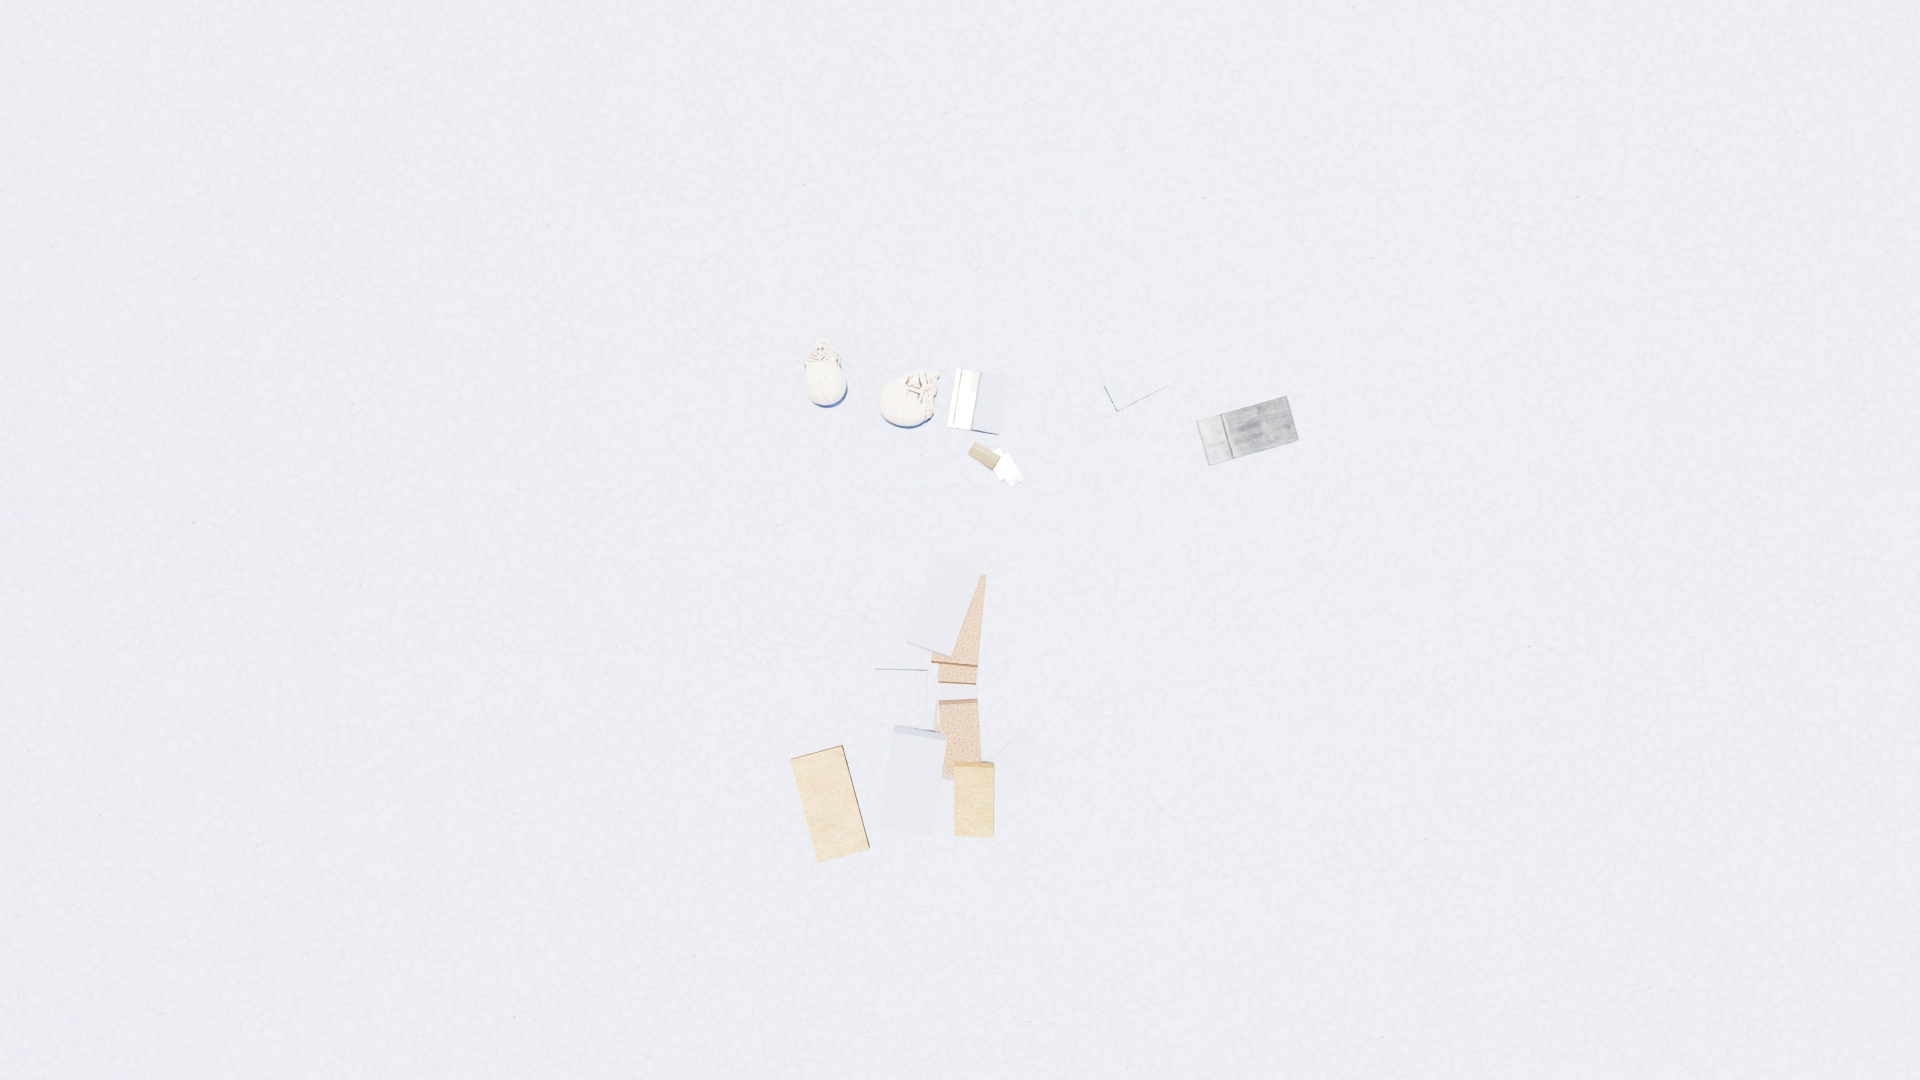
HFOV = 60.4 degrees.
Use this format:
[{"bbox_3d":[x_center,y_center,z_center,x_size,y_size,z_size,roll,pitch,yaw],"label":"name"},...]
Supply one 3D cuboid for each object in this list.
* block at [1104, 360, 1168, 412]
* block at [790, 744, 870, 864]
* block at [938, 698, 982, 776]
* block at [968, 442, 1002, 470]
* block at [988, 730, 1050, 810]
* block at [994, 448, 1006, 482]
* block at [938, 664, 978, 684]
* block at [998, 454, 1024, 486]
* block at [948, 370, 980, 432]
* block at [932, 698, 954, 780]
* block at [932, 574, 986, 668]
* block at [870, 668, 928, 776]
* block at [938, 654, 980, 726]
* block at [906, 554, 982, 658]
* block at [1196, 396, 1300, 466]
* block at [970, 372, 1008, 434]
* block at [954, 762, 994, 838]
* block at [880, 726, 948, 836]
[{"bbox_3d":[0.587,-0.515,5.486,0.193,0.027,0.096,-27,90,0],"label":"block"},{"bbox_3d":[-0.430,0.875,5.475,0.176,0.050,0.353,-15,90,0],"label":"block"},{"bbox_3d":[0.002,0.645,5.404,0.127,0.036,0.254,-3,109,1],"label":"block"},{"bbox_3d":[0.081,-0.281,5.476,0.104,0.015,0.052,31,90,19],"label":"block"},{"bbox_3d":[0.159,0.766,5.482,0.259,0.037,0.130,-42,90,0],"label":"block"},{"bbox_3d":[0.136,-0.248,5.493,0.052,0.015,0.104,-31,90,0],"label":"block"},{"bbox_3d":[-0.003,0.347,5.449,0.127,0.036,0.254,3,75,0],"label":"block"},{"bbox_3d":[0.163,-0.233,5.478,0.052,0.015,0.104,-30,90,0],"label":"block"},{"bbox_3d":[0.022,-0.465,5.486,0.096,0.027,0.193,9,90,0],"label":"block"},{"bbox_3d":[-0.029,0.665,5.482,0.130,0.037,0.259,6,90,0],"label":"block"},{"bbox_3d":[-0.003,0.259,5.432,0.153,0.043,0.306,6,75,1],"label":"block"},{"bbox_3d":[-0.202,0.607,5.475,0.176,0.050,0.353,2,90,0],"label":"block"},{"bbox_3d":[-0.004,0.491,5.455,0.127,0.036,0.254,3,78,-1],"label":"block"},{"bbox_3d":[-0.050,0.218,5.398,0.153,0.043,0.306,19,75,4],"label":"block"},{"bbox_3d":[0.955,-0.364,5.478,0.306,0.043,0.153,-16,90,0],"label":"block"},{"bbox_3d":[0.098,-0.454,5.469,0.096,0.027,0.193,10,90,-21],"label":"block"},{"bbox_3d":[0.047,0.856,5.433,0.130,0.037,0.259,2,110,5],"label":"block"},{"bbox_3d":[-0.153,0.792,5.416,0.176,0.050,0.353,9,110,1],"label":"block"}]
